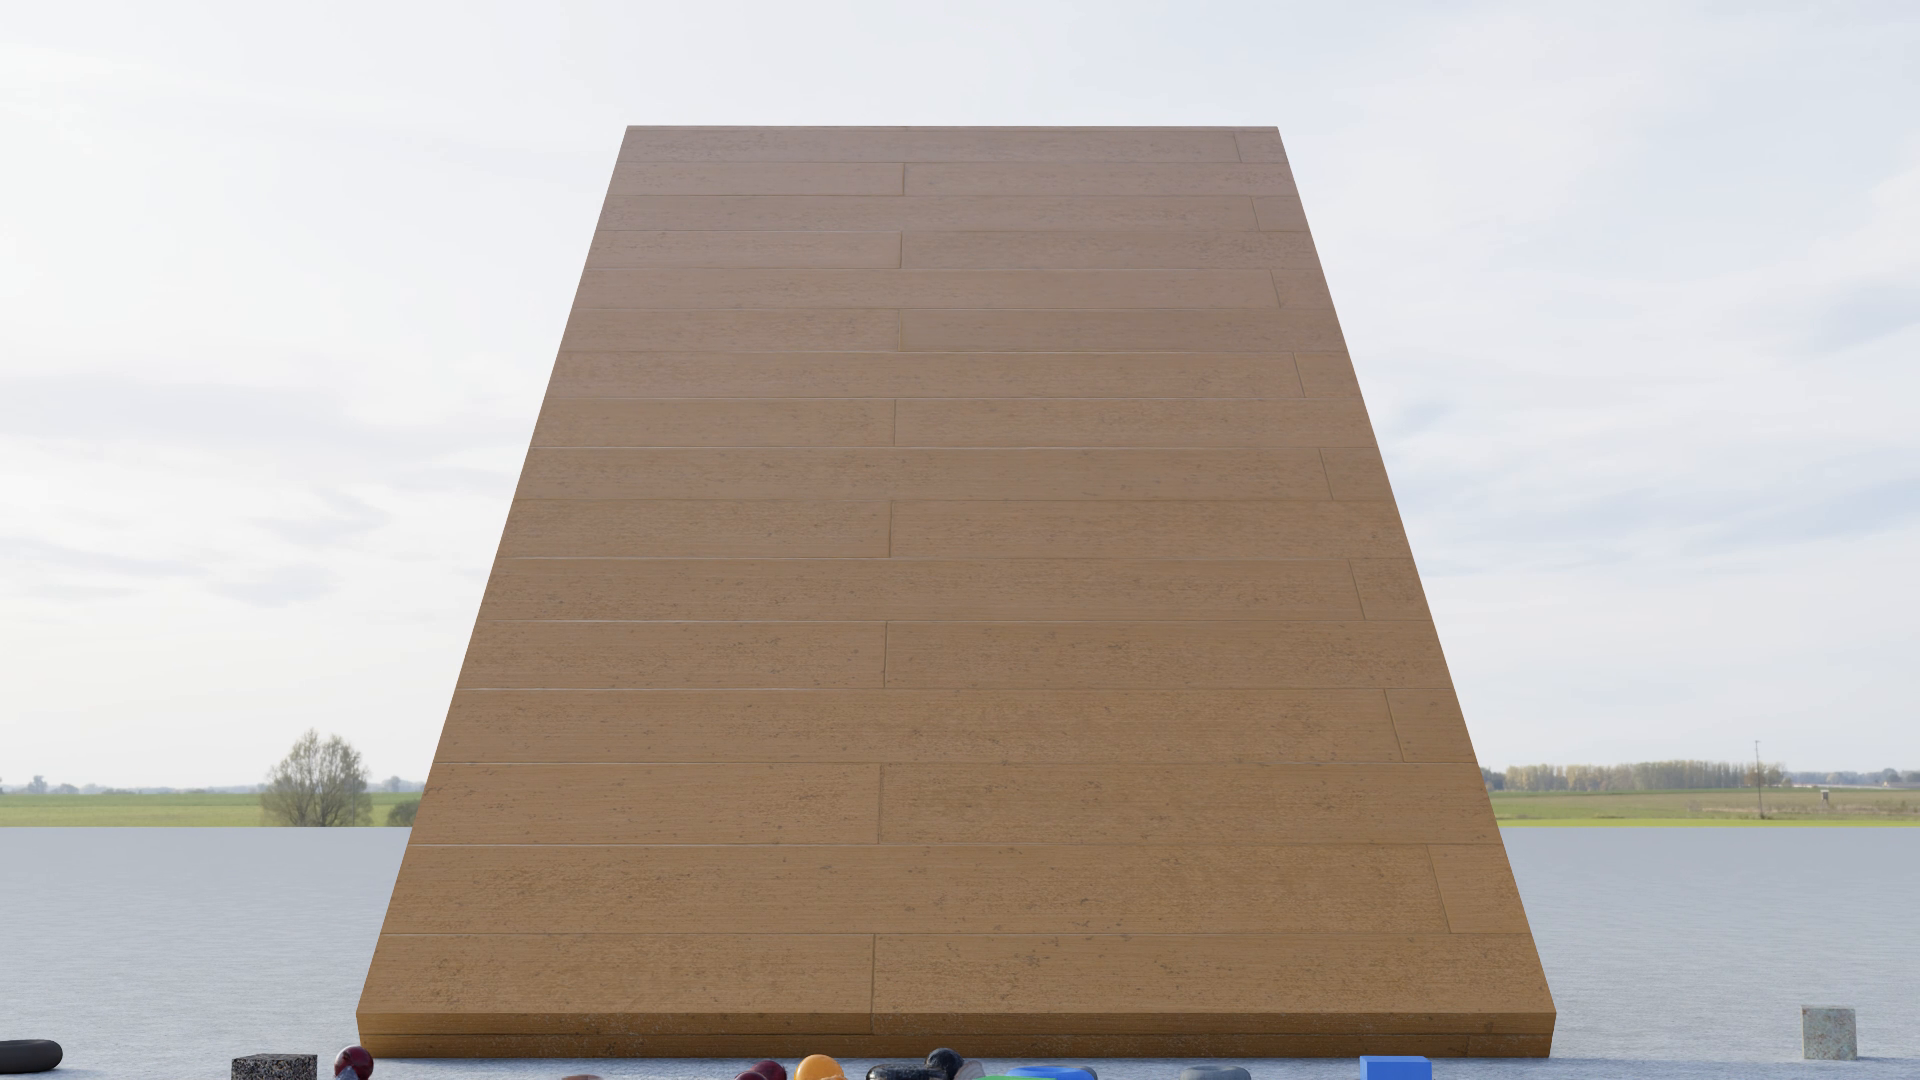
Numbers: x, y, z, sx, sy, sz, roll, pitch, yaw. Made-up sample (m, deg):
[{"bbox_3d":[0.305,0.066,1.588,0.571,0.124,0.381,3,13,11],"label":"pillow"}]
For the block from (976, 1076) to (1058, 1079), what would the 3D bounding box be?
[{"bbox_3d":[0.060,0.694,2.925,0.087,0.087,0.087,-3,-7,27],"label":"block"}]

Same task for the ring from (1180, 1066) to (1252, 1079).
[{"bbox_3d":[0.376,0.796,3.583,0.106,0.035,0.106,-1,-7,0],"label":"ring"}]

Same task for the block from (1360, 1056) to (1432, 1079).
[{"bbox_3d":[0.577,0.729,3.216,0.084,0.084,0.084,0,-7,3],"label":"block"}]

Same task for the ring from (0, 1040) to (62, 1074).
[{"bbox_3d":[-1.508,0.827,3.892,0.135,0.045,0.135,-1,-6,0],"label":"ring"}]

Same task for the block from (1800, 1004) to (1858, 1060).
[{"bbox_3d":[1.469,0.832,4.112,0.084,0.084,0.084,-2,-7,17],"label":"block"}]

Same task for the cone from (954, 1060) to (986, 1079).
[{"bbox_3d":[0.029,0.792,3.513,0.058,0.058,0.058,7,17,-46],"label":"cone"}]

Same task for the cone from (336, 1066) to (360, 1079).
[{"bbox_3d":[-0.848,0.781,3.422,0.061,0.061,0.061,26,-3,10],"label":"cone"}]

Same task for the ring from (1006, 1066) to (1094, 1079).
[{"bbox_3d":[0.127,0.778,3.471,0.134,0.045,0.134,1,-8,0],"label":"ring"}]

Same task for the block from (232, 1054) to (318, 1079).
[{"bbox_3d":[-0.920,0.735,3.261,0.082,0.082,0.082,-1,-7,12],"label":"block"}]

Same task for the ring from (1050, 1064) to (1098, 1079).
[{"bbox_3d":[0.149,0.796,3.588,0.109,0.036,0.109,0,-7,0],"label":"ring"}]

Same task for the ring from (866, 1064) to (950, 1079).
[{"bbox_3d":[-0.076,0.790,3.557,0.123,0.041,0.123,1,-7,0],"label":"ring"}]

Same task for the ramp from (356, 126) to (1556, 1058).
[{"bbox_3d":[-0.014,-0.200,5.787,2.000,0.100,4.000,0,31,0],"label":"ramp"}]
